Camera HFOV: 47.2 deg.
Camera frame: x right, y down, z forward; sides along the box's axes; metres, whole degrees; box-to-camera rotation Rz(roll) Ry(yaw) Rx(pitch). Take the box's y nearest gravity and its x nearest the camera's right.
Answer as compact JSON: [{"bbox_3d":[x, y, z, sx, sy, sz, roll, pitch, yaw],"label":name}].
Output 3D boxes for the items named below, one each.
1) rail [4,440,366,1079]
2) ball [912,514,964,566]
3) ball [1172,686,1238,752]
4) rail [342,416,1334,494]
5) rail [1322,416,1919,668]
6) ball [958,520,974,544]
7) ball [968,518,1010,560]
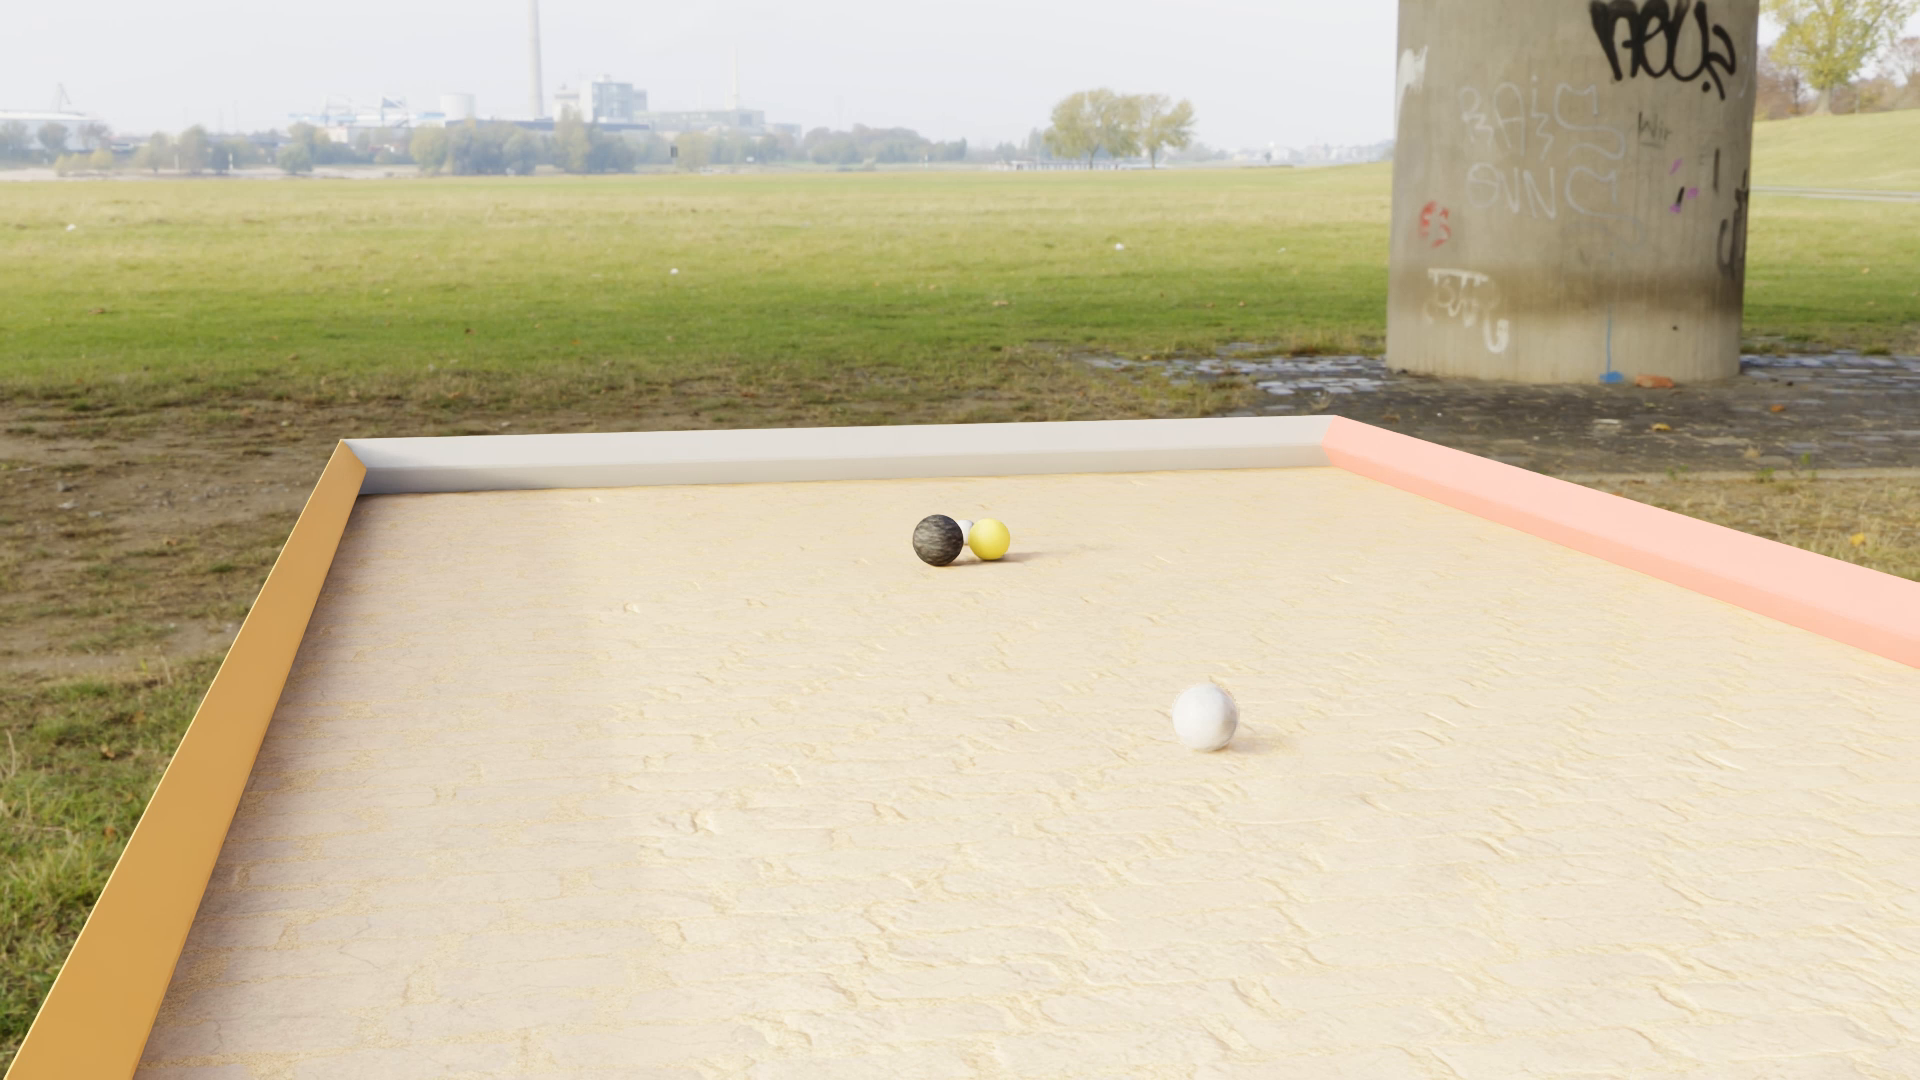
[{"bbox_3d":[-0.718,0.156,2.246,0.045,0.099,3.553,-2,10,-12],"label":"rail"},{"bbox_3d":[-0.032,0.000,3.246,0.076,0.076,0.076,0,10,0],"label":"ball"},{"bbox_3d":[0.247,0.179,2.212,0.066,0.066,0.066,0,10,0],"label":"ball"},{"bbox_3d":[-0.181,-0.160,4.127,1.895,0.099,0.045,-2,10,-12],"label":"rail"},{"bbox_3d":[1.089,0.092,2.628,0.045,0.099,3.553,-2,10,-12],"label":"rail"},{"bbox_3d":[0.008,-0.012,3.429,0.040,0.040,0.040,0,10,0],"label":"ball"},{"bbox_3d":[0.044,-0.001,3.293,0.063,0.063,0.063,0,10,0],"label":"ball"}]
